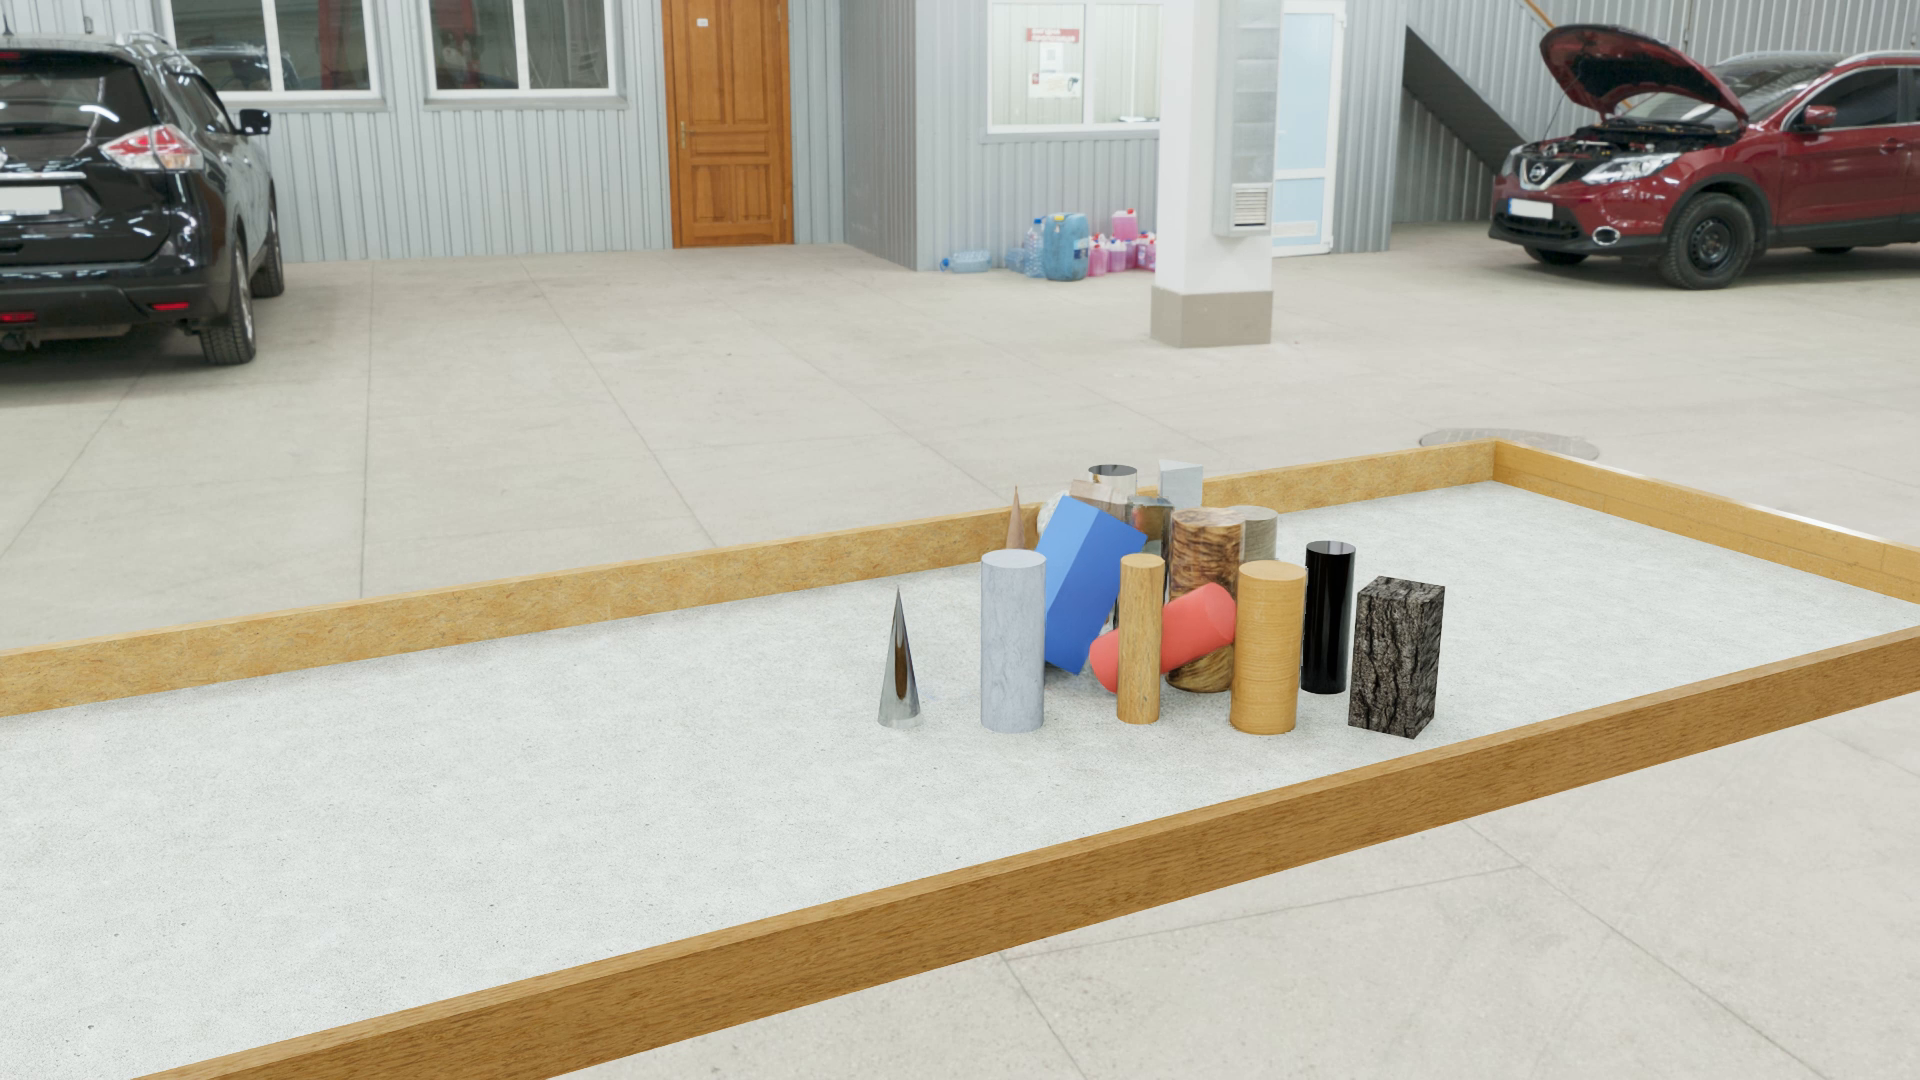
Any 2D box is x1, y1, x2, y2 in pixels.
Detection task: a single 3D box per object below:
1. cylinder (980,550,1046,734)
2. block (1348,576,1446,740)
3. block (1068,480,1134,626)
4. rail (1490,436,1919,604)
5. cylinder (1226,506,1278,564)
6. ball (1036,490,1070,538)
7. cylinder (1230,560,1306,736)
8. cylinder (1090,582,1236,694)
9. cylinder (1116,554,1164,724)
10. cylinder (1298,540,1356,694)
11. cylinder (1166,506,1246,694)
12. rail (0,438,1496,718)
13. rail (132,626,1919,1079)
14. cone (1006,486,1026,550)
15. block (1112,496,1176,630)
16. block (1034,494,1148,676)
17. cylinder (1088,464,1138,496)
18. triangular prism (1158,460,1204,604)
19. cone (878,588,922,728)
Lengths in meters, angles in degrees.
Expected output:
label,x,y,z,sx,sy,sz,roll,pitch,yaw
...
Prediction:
label,x,y,z,sx,sy,sz,roll,pitch,yaw
cylinder,0.123,0.235,3.839,0.149,0.403,0.149,0,16,0
block,1.019,0.271,3.851,0.157,0.327,0.157,10,19,31
block,0.362,0.032,4.590,0.172,0.347,0.172,11,17,5
rail,2.466,-0.048,5.253,0.050,0.150,2.100,-9,18,-27
cylinder,0.753,0.105,4.345,0.149,0.367,0.149,0,16,0
ball,0.346,-0.049,5.124,0.214,0.214,0.214,0,16,0
cylinder,0.714,0.250,3.830,0.154,0.377,0.154,1,17,0
cylinder,0.494,0.239,3.977,0.350,0.150,0.150,-30,-3,35
cylinder,0.422,0.233,3.863,0.101,0.391,0.101,0,19,0
cylinder,0.903,0.191,4.066,0.119,0.361,0.119,0,16,0
cylinder,0.607,0.148,4.092,0.180,0.428,0.180,0,16,0
rail,-3.305,0.497,3.399,12.000,0.150,0.050,-9,18,-27
rail,-2.336,1.006,1.665,12.000,0.150,0.050,-9,18,-27
cone,0.146,0.067,4.333,0.137,0.448,0.137,0,16,0
block,0.480,0.090,4.330,0.108,0.393,0.108,4,13,-5
block,0.281,0.113,4.206,0.173,0.397,0.173,27,0,-32
cylinder,0.445,-0.035,4.854,0.143,0.350,0.143,0,16,0
triangular prism,0.583,-0.006,4.613,0.136,0.429,0.117,-8,18,-25
cone,-0.142,0.264,3.858,0.107,0.338,0.107,0,16,0
